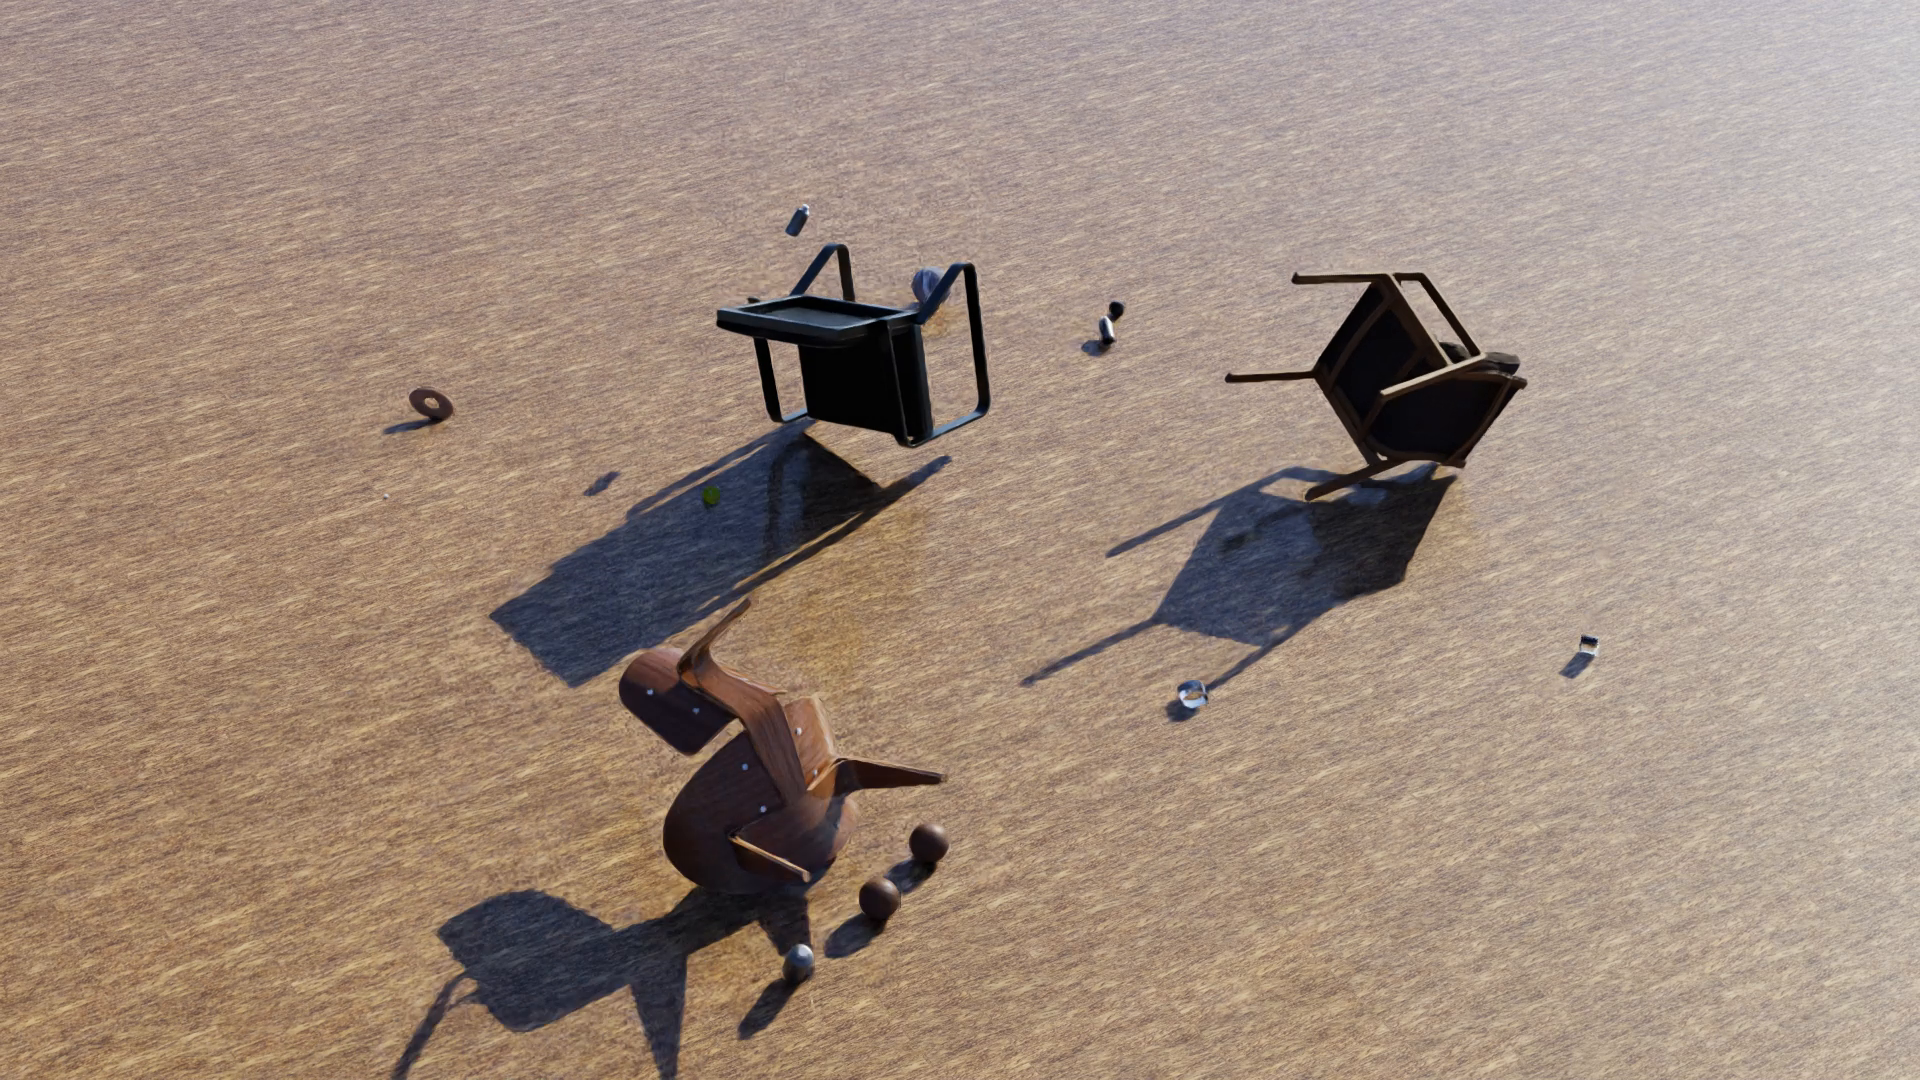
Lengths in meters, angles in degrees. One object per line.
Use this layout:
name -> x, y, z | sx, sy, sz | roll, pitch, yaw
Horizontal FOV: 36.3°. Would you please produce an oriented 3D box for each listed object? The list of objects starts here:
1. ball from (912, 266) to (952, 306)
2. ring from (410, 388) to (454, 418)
ball -> -0.120, -1.077, 12.426 | 0.169, 0.169, 0.169 | 0, 33, 0
ring -> -2.103, -0.545, 11.672 | 0.185, 0.115, 0.038 | 20, -10, -9
